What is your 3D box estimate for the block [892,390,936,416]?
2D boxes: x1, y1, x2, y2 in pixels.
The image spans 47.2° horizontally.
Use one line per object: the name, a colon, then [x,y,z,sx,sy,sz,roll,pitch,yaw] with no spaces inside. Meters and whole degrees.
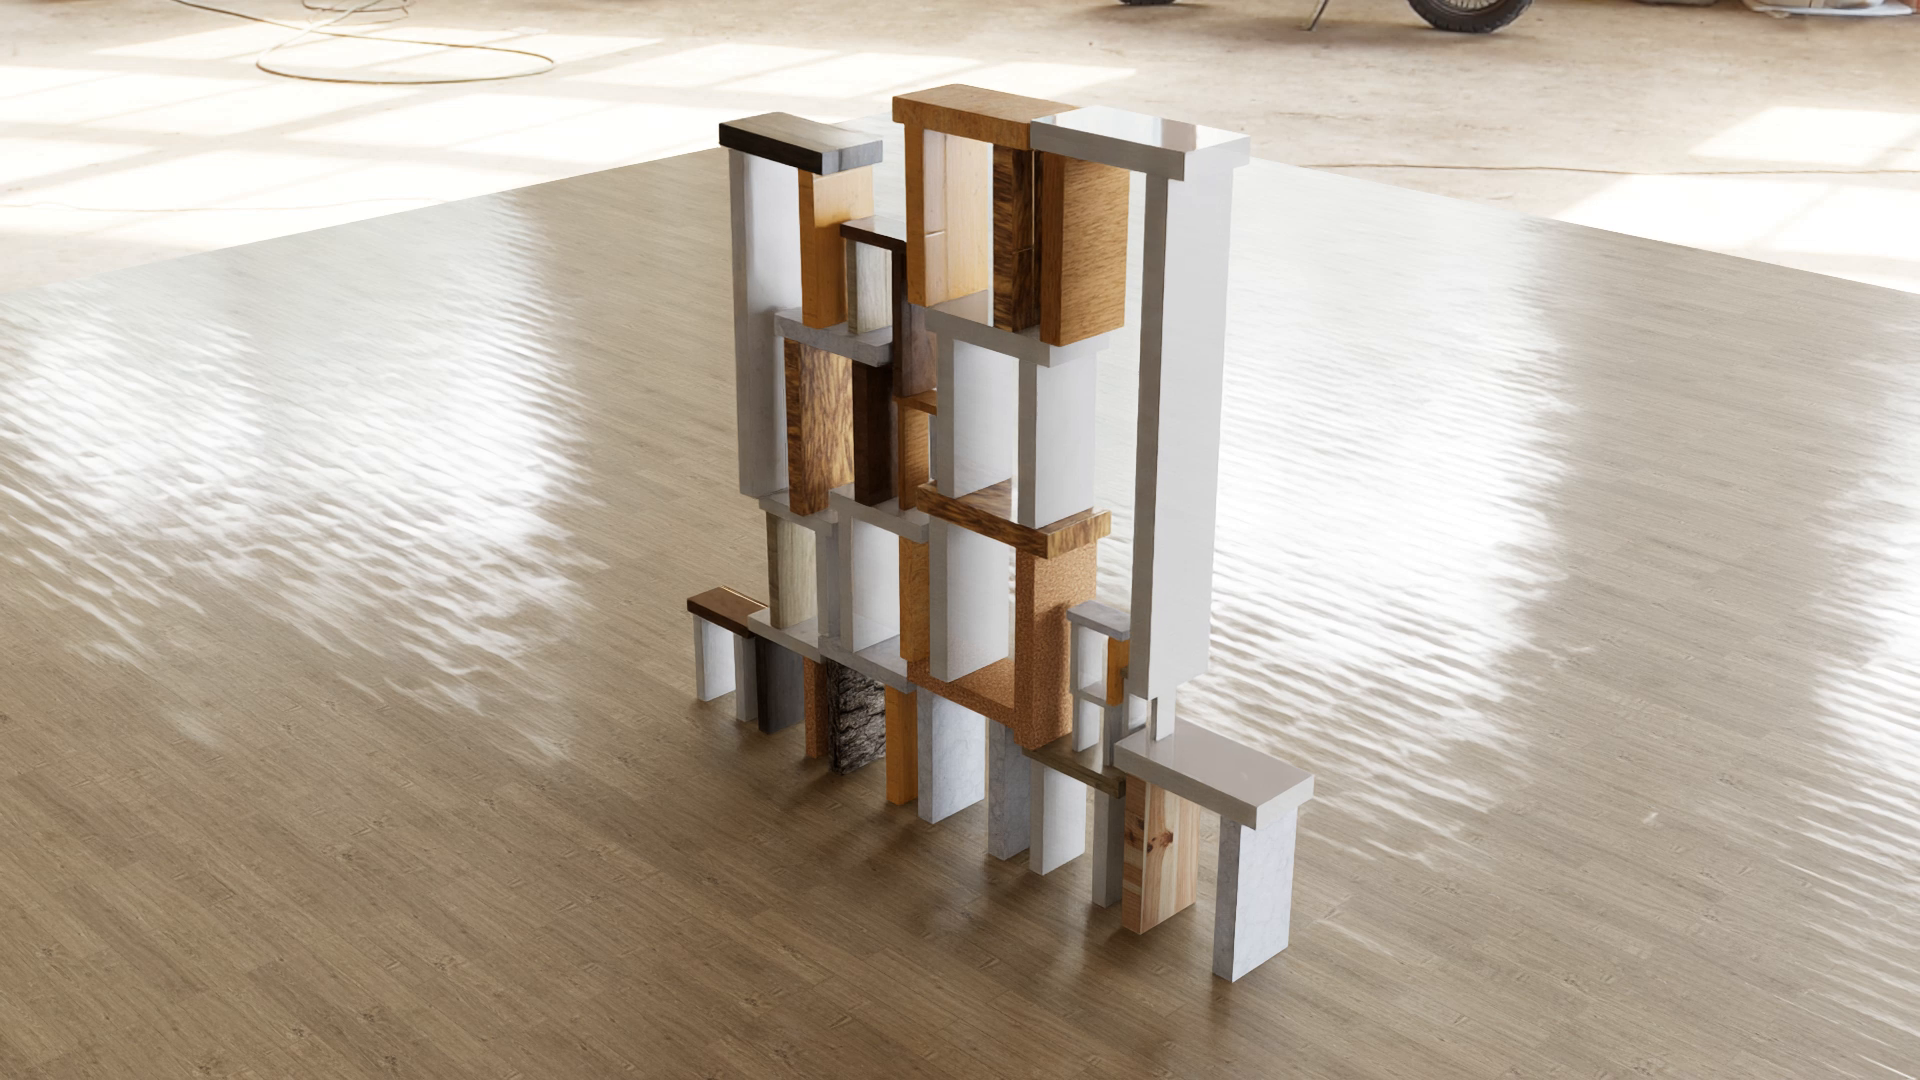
block: [-0.059,-0.265,4.172,0.130,0.018,0.065,21,31,40]

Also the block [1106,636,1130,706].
block: [0.297,0.229,4.000,0.019,0.135,0.067,21,31,41]

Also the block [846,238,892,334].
block: [-0.173,-0.492,4.197,0.026,0.184,0.092,21,31,40]

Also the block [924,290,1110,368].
block: [0.100,-0.383,3.949,0.156,0.044,0.312,-21,31,-40]

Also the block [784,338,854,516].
block: [-0.280,-0.243,4.424,0.041,0.370,0.146,21,31,40]

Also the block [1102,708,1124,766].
block: [0.290,0.355,4.065,0.058,0.115,0.016,-21,30,-40]

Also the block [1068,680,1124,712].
block: [0.263,0.284,4.065,0.115,0.016,0.058,21,31,41]

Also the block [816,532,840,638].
block: [-0.241,0.076,4.520,0.032,0.228,0.114,21,31,41]

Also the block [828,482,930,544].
block: [-0.121,-0.064,4.324,0.262,0.037,0.131,21,31,41]

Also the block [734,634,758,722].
block: [-0.444,0.285,4.822,0.029,0.208,0.104,21,31,41]

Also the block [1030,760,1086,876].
block: [0.190,0.513,4.240,0.034,0.243,0.121,21,31,41]

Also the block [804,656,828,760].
block: [-0.275,0.337,4.667,0.033,0.234,0.117,21,31,41]

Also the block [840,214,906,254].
block: [-0.129,-0.572,4.117,0.184,0.026,0.092,21,31,40]

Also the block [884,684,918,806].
block: [-0.091,0.397,4.487,0.037,0.264,0.132,21,31,41]

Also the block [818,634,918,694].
block: [-0.153,0.234,4.486,0.264,0.037,0.132,21,31,41]

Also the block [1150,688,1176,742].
block: [0.366,0.308,3.962,0.014,0.100,0.050,21,31,41]

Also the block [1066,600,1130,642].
block: [0.266,0.146,4.000,0.135,0.019,0.068,21,31,40]

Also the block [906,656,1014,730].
block: [0.053,0.279,4.289,0.297,0.042,0.148,21,31,41]

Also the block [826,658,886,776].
block: [-0.215,0.349,4.602,0.037,0.264,0.132,21,31,41]

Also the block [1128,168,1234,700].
block: [0.373,-0.175,3.745,0.047,0.932,0.167,22,31,40]

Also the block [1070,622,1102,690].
block: [0.233,0.204,4.059,0.019,0.135,0.067,20,31,40]

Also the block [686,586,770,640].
block: [-0.493,0.157,4.821,0.208,0.029,0.104,21,31,41]

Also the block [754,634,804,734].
block: [-0.385,0.294,4.768,0.117,0.234,0.033,-21,31,-41]

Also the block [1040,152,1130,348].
block: [0.215,-0.513,3.772,0.166,0.333,0.047,-21,32,-40]

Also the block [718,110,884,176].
block: [-0.308,-0.764,4.225,0.153,0.043,0.306,-21,33,-40]

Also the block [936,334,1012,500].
block: [0.028,-0.247,4.087,0.044,0.312,0.156,21,31,41]

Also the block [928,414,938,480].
block: [-0.028,-0.185,4.174,0.018,0.130,0.065,20,30,41]

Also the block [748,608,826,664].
block: [-0.331,0.193,4.665,0.117,0.033,0.234,-21,31,-41]

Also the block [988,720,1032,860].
block: [0.123,0.462,4.291,0.042,0.297,0.148,21,31,41]

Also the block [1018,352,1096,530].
block: [0.174,-0.190,3.950,0.156,0.312,0.044,-21,31,-40]

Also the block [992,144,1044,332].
block: [0.131,-0.542,3.851,0.163,0.326,0.046,-21,30,-40]

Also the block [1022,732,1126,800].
block: [0.247,0.408,4.133,0.243,0.034,0.121,21,31,41]

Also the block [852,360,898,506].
block: [-0.140,-0.225,4.283,0.041,0.292,0.146,21,31,41]

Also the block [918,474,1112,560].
block: [0.098,-0.056,4.098,0.169,0.048,0.338,-21,31,-40]

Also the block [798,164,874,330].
block: [-0.236,-0.572,4.228,0.043,0.306,0.153,21,31,40]

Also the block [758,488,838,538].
block: [-0.296,-0.065,4.518,0.228,0.032,0.114,21,31,40]

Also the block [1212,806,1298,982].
block: [0.525,0.609,3.912,0.046,0.323,0.162,21,31,41]

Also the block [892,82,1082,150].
block: [0.052,-0.743,3.850,0.326,0.046,0.163,21,31,40]

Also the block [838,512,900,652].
block: [-0.183,0.068,4.447,0.037,0.300,0.131,21,31,40]

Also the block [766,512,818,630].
block: [-0.349,0.049,4.625,0.032,0.262,0.114,21,31,41]

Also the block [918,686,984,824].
block: [-0.017,0.408,4.420,0.042,0.297,0.148,21,31,41]

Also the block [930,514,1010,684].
block: [0.019,0.090,4.246,0.048,0.338,0.169,21,31,41]

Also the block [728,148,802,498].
block: [-0.383,-0.443,4.439,0.043,0.717,0.153,21,30,40]

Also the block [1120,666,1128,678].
block: [0.343,0.246,3.962,0.100,0.014,0.050,21,31,40]

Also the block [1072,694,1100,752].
block: [0.236,0.334,4.116,0.016,0.115,0.058,21,31,41]

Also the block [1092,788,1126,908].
block: [0.304,0.558,4.134,0.034,0.243,0.121,21,31,41]

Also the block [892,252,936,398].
block: [-0.085,-0.413,4.138,0.092,0.282,0.026,-21,31,-40]

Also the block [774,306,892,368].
block: [-0.210,-0.405,4.280,0.292,0.041,0.146,21,31,40]

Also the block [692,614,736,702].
block: [-0.542,0.247,4.912,0.029,0.208,0.104,21,31,41]

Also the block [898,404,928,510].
block: [-0.090,-0.168,4.246,0.018,0.217,0.065,21,31,40]

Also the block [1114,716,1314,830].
block: [0.449,0.409,3.910,0.323,0.046,0.162,21,31,41]

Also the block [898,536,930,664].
block: [-0.059,0.098,4.326,0.037,0.262,0.131,21,31,41]

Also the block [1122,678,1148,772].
block: [0.319,0.332,4.023,0.050,0.191,0.014,-21,31,-41]

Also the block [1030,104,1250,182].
block: [0.294,-0.656,3.623,0.333,0.047,0.167,21,31,40]

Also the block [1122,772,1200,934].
block: [0.373,0.550,4.052,0.046,0.323,0.162,21,31,41]

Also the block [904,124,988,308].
block: [-0.023,-0.601,3.992,0.163,0.326,0.046,-21,30,-40]

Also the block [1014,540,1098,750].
block: [0.178,0.181,4.111,0.169,0.400,0.048,-21,31,-40]
